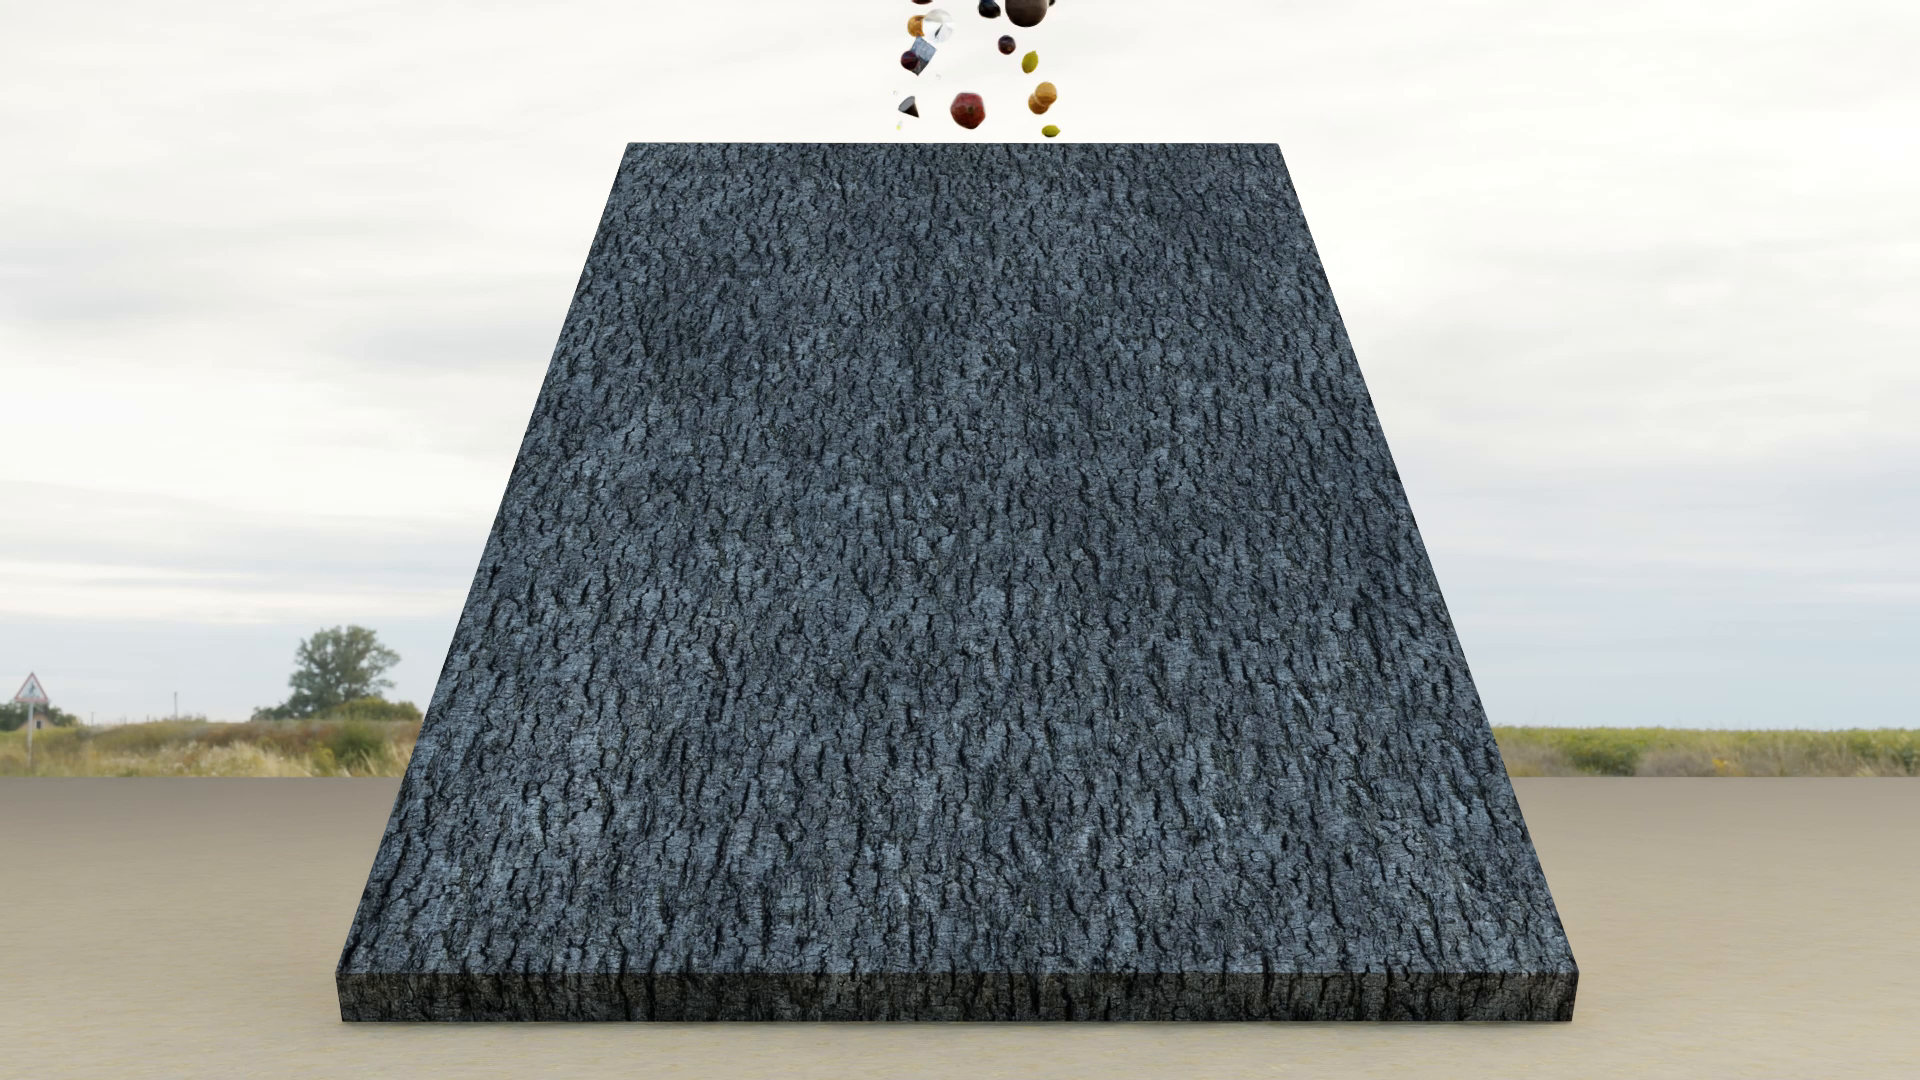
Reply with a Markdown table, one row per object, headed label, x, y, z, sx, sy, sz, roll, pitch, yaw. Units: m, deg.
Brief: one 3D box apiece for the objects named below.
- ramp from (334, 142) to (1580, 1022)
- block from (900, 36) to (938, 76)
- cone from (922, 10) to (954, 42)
| label | x | y | z | sx | sy | sz | roll | pitch | yaw |
| --- | --- | --- | --- | --- | --- | --- | --- | --- | --- |
| ramp | -0.012 | -0.219 | 5.628 | 2.000 | 0.100 | 4.000 | 0 | 29 | 0 |
| block | -0.125 | -1.449 | 7.169 | 0.070 | 0.070 | 0.070 | 35 | -40 | -12 |
| cone | -0.056 | -1.489 | 6.924 | 0.096 | 0.096 | 0.096 | 1 | 9 | -9 |
